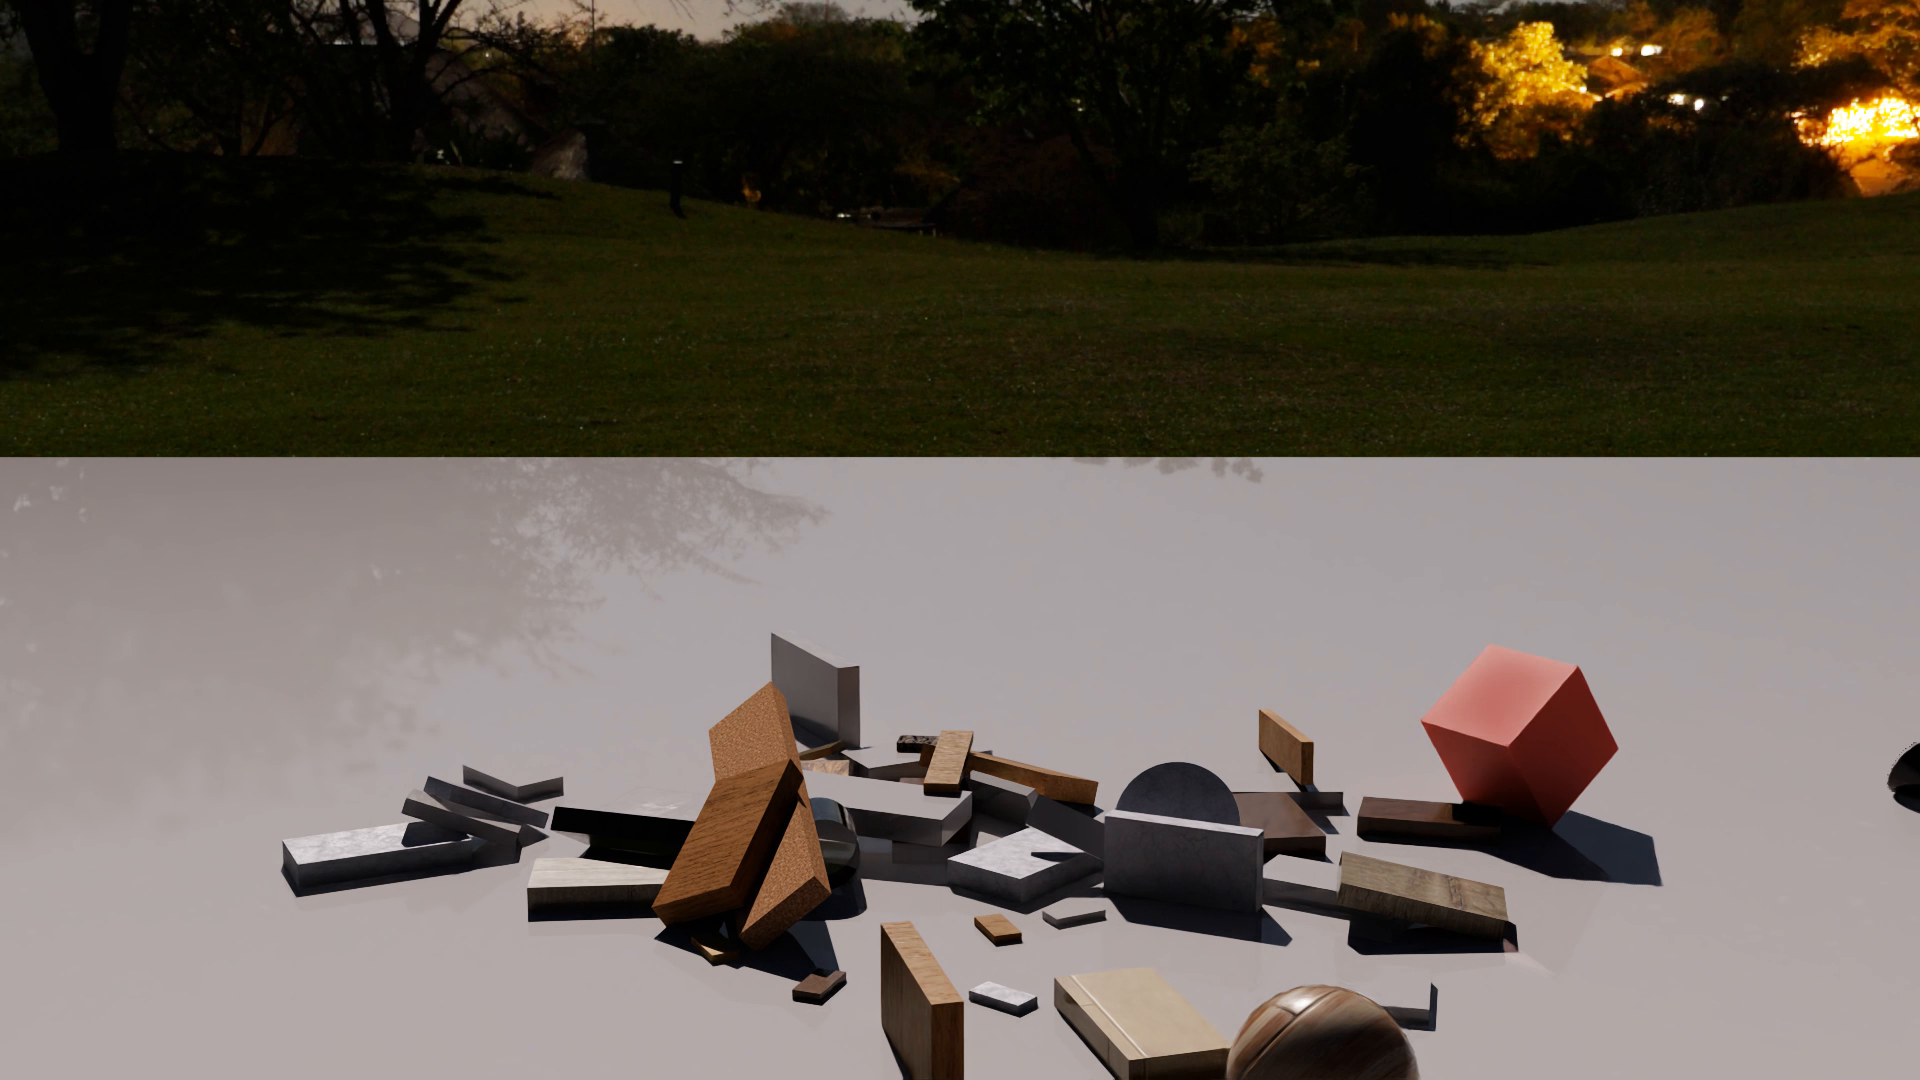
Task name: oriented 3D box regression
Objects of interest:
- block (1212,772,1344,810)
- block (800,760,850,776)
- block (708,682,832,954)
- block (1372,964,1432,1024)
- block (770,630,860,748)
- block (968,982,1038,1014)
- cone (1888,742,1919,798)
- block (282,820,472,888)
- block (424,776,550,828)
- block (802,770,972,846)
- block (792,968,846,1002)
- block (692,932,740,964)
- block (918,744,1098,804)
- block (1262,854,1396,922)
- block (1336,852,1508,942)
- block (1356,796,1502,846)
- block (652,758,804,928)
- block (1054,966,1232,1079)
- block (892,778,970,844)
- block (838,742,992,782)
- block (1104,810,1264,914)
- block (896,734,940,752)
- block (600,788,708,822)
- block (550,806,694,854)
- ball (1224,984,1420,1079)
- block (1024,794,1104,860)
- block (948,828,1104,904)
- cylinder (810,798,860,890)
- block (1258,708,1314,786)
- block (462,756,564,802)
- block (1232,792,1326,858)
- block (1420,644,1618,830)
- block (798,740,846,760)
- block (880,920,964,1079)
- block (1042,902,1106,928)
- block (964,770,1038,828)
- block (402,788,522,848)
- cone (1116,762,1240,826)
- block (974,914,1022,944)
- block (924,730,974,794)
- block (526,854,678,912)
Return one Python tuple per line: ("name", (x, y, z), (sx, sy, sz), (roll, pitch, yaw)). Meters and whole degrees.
("block", (0.593, 0.477, 4.179), (0.249, 0.035, 0.125), (0, 11, 0))
("block", (-0.281, 0.476, 4.178), (0.137, 0.039, 0.274), (0, 11, -2))
("block", (-0.337, 0.453, 3.772), (0.152, 0.043, 0.823), (-39, 20, 4))
("block", (0.646, 0.663, 3.214), (0.081, 0.023, 0.162), (2, 11, 13))
("block", (-0.310, 0.314, 4.682), (0.049, 0.172, 0.367), (-5, 12, -26))
("block", (0.063, 0.668, 3.212), (0.092, 0.013, 0.046), (8, 13, 38))
("cone", (1.858, 0.468, 4.156), (0.137, 0.137, 0.137), (-6, 39, -28))
("block", (-1.012, 0.541, 3.820), (0.294, 0.042, 0.147), (-5, 12, -26))
("block", (-0.854, 0.474, 3.966), (0.202, 0.029, 0.101), (25, -11, -38))
("block", (-0.168, 0.475, 3.914), (0.344, 0.049, 0.172), (5, 12, 17))
("block", (-0.208, 0.659, 3.260), (0.046, 0.013, 0.092), (4, 11, 21))
("block", (-0.379, 0.631, 3.410), (0.046, 0.013, 0.092), (-5, 12, -27))
("block", (0.091, 0.446, 4.197), (0.314, 0.044, 0.157), (9, -4, 41))
("block", (0.620, 0.576, 3.648), (0.249, 0.035, 0.125), (6, 12, 30))
("block", (0.738, 0.570, 3.522), (0.264, 0.037, 0.132), (12, 16, 7))
("block", (0.854, 0.511, 3.999), (0.249, 0.035, 0.125), (3, 11, 15))
("block", (-0.376, 0.492, 3.594), (0.157, 0.044, 0.314), (-19, 26, 27))
("block", (0.253, 0.678, 3.075), (0.152, 0.043, 0.303), (-3, 11, -16))
("block", (-0.049, 0.498, 4.060), (0.137, 0.039, 0.274), (0, 11, 2))
("block", (-0.088, 0.438, 4.381), (0.274, 0.039, 0.137), (-6, 12, -27))
("block", (0.368, 0.530, 3.632), (0.264, 0.132, 0.037), (5, 12, 24))
("block", (-0.067, 0.407, 4.398), (0.113, 0.016, 0.057), (1, 11, 7))
("block", (-0.468, 0.510, 3.966), (0.344, 0.049, 0.172), (4, 11, 20))
("block", (-0.541, 0.509, 3.802), (0.294, 0.042, 0.147), (3, -17, 21))
("ball", (0.439, 0.658, 2.664), (0.234, 0.234, 0.234), (0, 11, 0))
("block", (0.237, 0.510, 3.734), (0.256, 0.057, 0.016), (23, -12, 18))
("block", (0.140, 0.547, 3.780), (0.157, 0.044, 0.314), (9, 14, 39))
("cylinder", (-0.237, 0.515, 3.731), (0.125, 0.125, 0.125), (-1, 11, -7))
("block", (0.638, 0.403, 4.317), (0.023, 0.081, 0.434), (0, 4, -3))
("block", (-0.870, 0.462, 4.278), (0.101, 0.029, 0.203), (-10, 14, -42))
("block", (0.559, 0.514, 3.975), (0.132, 0.037, 0.264), (-1, 11, -7))
("block", (1.038, 0.362, 4.080), (0.215, 0.215, 0.215), (-44, 30, -20))
("block", (-0.291, 0.428, 4.393), (0.113, 0.016, 0.057), (-18, 2, 26))
("block", (-0.054, 0.641, 2.978), (0.043, 0.152, 0.303), (-3, 11, -14))
("block", (0.184, 0.605, 3.554), (0.092, 0.013, 0.046), (-6, 12, -28))
("block", (0.085, 0.478, 4.042), (0.162, 0.081, 0.023), (11, 40, 45))
("block", (-0.881, 0.493, 3.896), (0.203, 0.029, 0.101), (19, 1, -7))
("cone", (0.389, 0.512, 3.824), (0.216, 0.216, 0.216), (2, -16, 13))
("block", (0.060, 0.617, 3.490), (0.046, 0.013, 0.092), (-4, 11, -20))
("block", (-0.020, 0.410, 4.093), (0.062, 0.018, 0.353), (1, 11, 5))
("block", (-0.564, 0.570, 3.663), (0.294, 0.042, 0.147), (-1, 11, -5))
